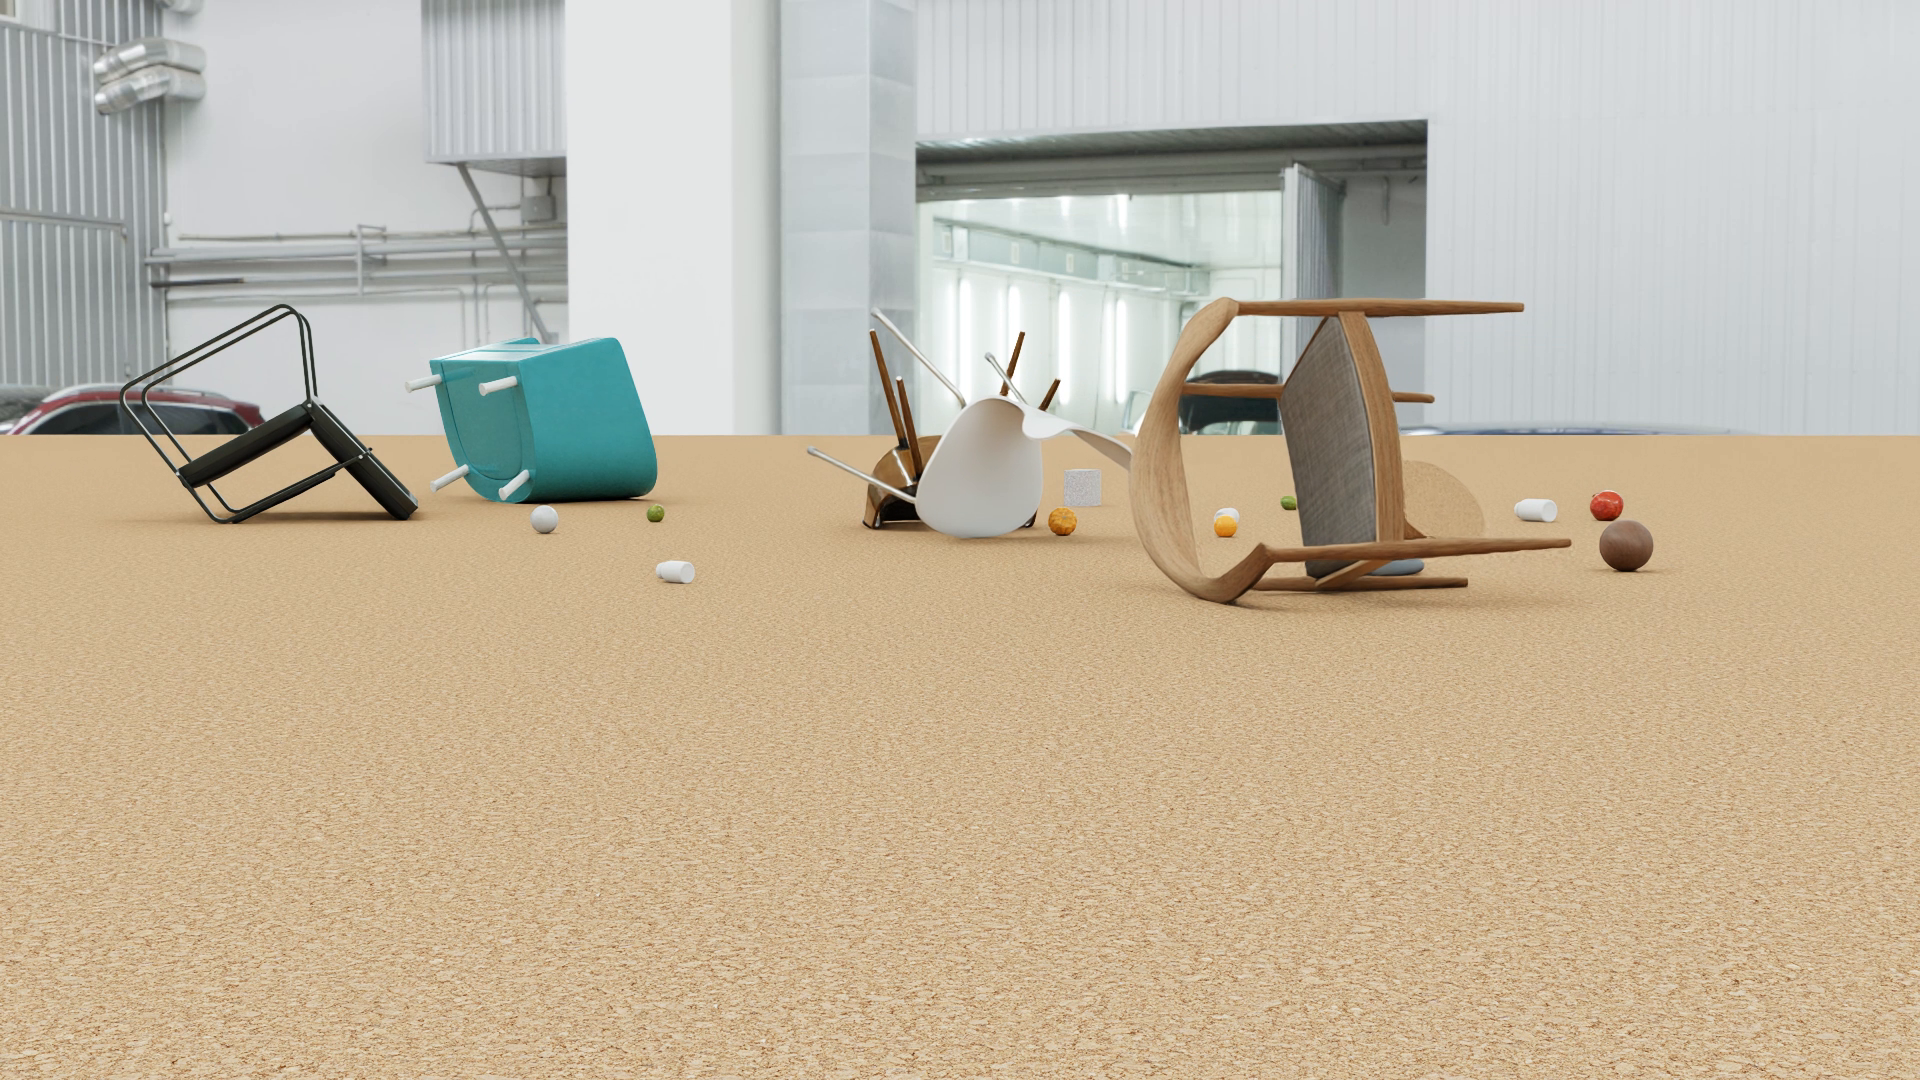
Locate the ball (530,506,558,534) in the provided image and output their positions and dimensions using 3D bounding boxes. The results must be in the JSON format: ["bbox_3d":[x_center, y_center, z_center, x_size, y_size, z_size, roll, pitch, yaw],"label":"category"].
[{"bbox_3d":[-1.291,-0.064,6.831,0.088,0.088,0.088,0,4,0],"label":"ball"}]

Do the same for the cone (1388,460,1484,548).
[{"bbox_3d":[1.325,-0.049,6.372,0.325,0.308,0.196,16,-42,-19],"label":"cone"}]

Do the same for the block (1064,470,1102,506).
[{"bbox_3d":[0.473,-0.201,8.466,0.099,0.138,0.126,2,4,27],"label":"block"}]

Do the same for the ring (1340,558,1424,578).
[{"bbox_3d":[1.019,0.066,5.302,0.264,0.039,0.108,-3,4,-35],"label":"ring"}]
